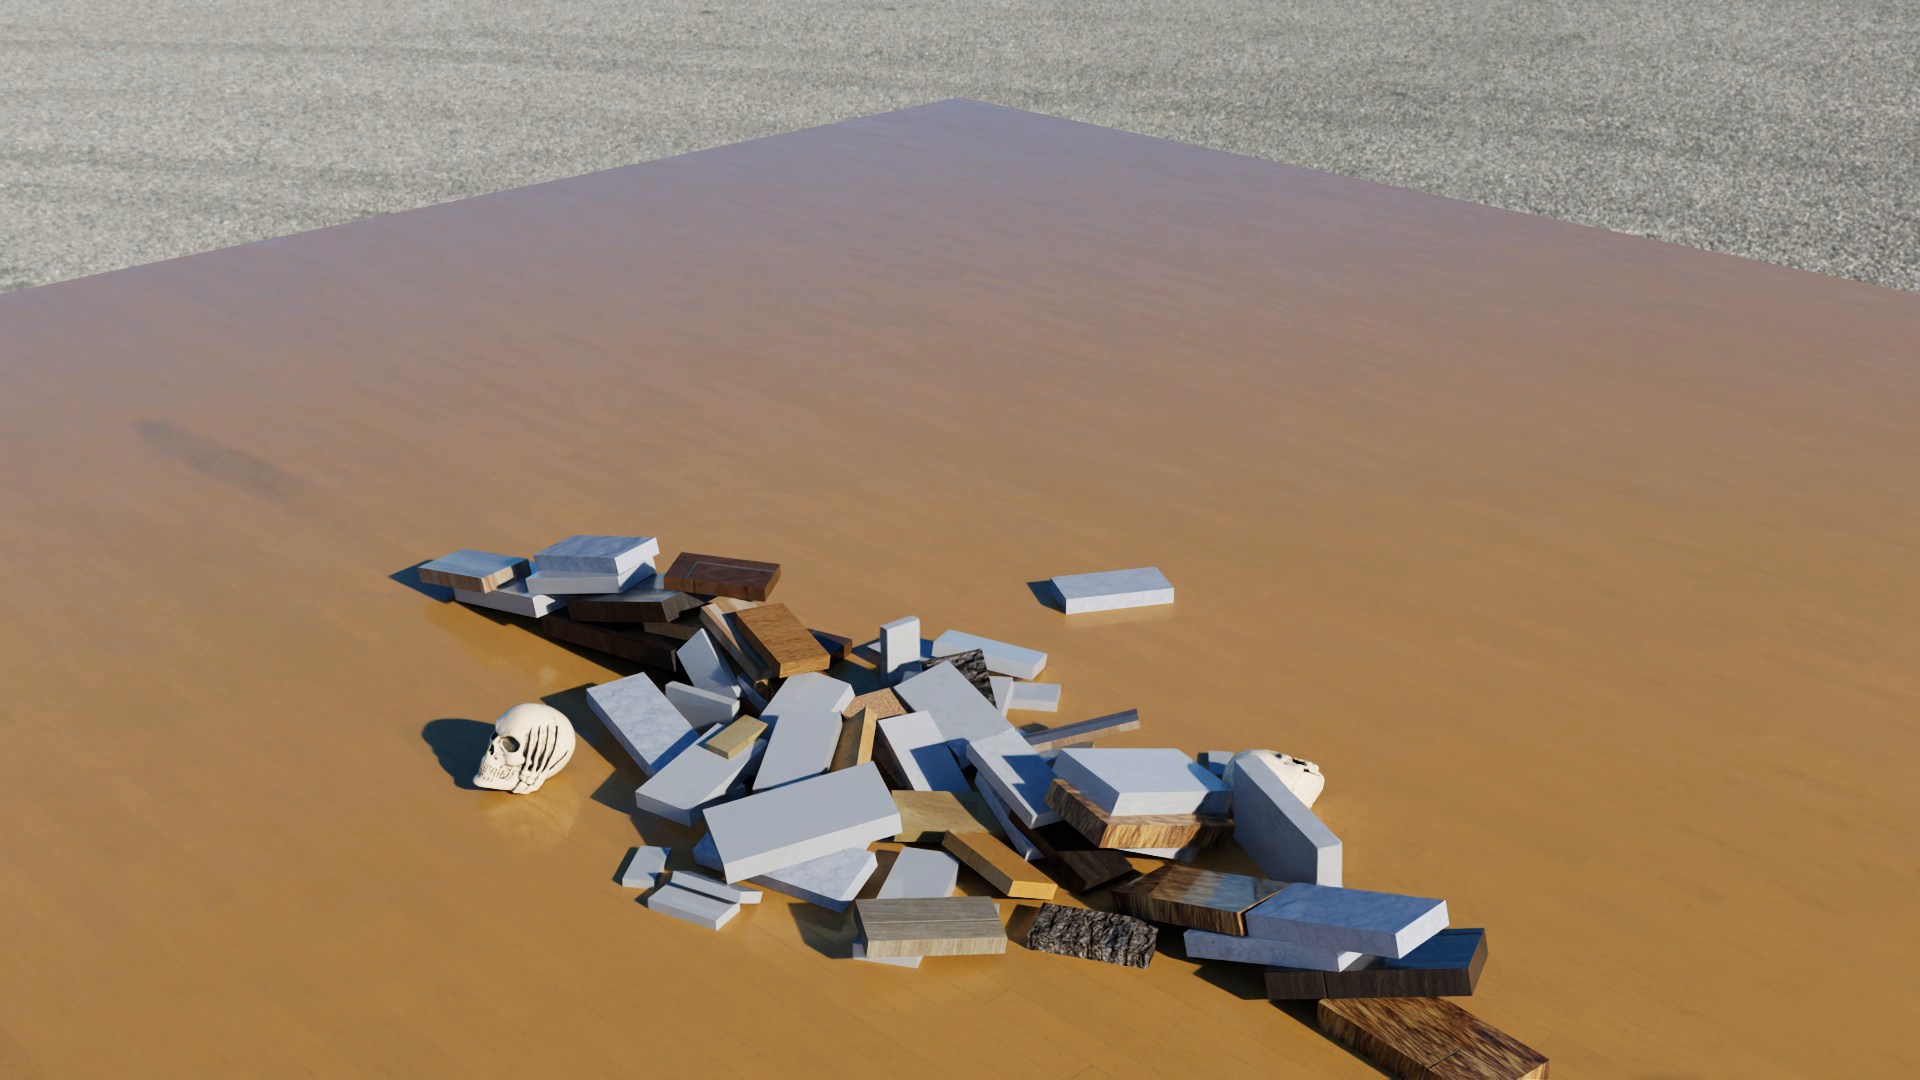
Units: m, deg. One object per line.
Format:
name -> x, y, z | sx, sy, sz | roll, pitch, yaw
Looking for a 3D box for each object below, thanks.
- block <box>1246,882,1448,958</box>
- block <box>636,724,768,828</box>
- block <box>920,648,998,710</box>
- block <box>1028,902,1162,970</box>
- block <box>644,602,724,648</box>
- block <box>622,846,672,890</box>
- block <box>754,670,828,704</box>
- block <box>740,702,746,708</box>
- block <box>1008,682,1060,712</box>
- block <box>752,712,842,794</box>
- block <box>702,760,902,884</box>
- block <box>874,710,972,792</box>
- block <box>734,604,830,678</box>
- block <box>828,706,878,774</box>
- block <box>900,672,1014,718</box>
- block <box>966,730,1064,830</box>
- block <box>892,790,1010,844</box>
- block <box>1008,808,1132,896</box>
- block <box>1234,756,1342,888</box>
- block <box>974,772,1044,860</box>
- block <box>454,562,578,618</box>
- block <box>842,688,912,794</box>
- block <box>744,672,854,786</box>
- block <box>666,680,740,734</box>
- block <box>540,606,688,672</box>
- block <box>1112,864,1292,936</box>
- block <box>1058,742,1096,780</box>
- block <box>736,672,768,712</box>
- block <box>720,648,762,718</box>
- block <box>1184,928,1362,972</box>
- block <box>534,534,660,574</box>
block -> 0.667, 0.655, 3.803 | 0.311, 0.044, 0.156 | -1, 14, 45
block -> -0.519, 0.475, 4.466 | 0.136, 0.039, 0.272 | 16, 35, 28
block -> 0.005, 0.348, 4.735 | 0.137, 0.039, 0.274 | -12, 37, -2
block -> 0.246, 0.722, 4.018 | 0.224, 0.032, 0.112 | 7, 24, 16
block -> -0.584, 0.184, 4.957 | 0.248, 0.035, 0.124 | 9, 26, 39
block -> -0.604, 0.632, 4.249 | 0.062, 0.017, 0.123 | 3, 23, 8
block -> -0.301, 0.364, 4.726 | 0.141, 0.040, 0.282 | -20, 48, -39
block -> -0.480, 0.336, 4.895 | 0.137, 0.019, 0.068 | 28, 36, 25
block -> 0.135, 0.348, 4.911 | 0.172, 0.024, 0.086 | 3, 24, 8
block -> -0.327, 0.439, 4.457 | 0.128, 0.036, 0.256 | 0, 32, 10
block -> -0.304, 0.541, 4.230 | 0.347, 0.049, 0.174 | -15, 34, -13
block -> -0.074, 0.457, 4.515 | 0.116, 0.033, 0.231 | -10, 50, -27
block -> -0.386, 0.215, 4.746 | 0.117, 0.033, 0.235 | -9, 32, -29
block -> -0.232, 0.448, 4.490 | 0.116, 0.033, 0.231 | -37, 23, 23
block -> -0.014, 0.346, 4.806 | 0.244, 0.035, 0.122 | 2, 37, 14
block -> 0.124, 0.471, 4.338 | 0.118, 0.033, 0.236 | -10, 39, -33
block -> -0.018, 0.550, 4.369 | 0.231, 0.033, 0.116 | 2, 34, -8
block -> 0.212, 0.584, 4.257 | 0.118, 0.033, 0.236 | -13, 41, -36
block -> 0.620, 0.572, 4.185 | 0.050, 0.176, 0.352 | -10, 25, -16
block -> 0.132, 0.538, 4.362 | 0.118, 0.033, 0.236 | -5, 37, -27
block -> -1.059, 0.114, 5.335 | 0.353, 0.050, 0.176 | 8, 25, 45
block -> -0.139, 0.426, 4.614 | 0.141, 0.040, 0.282 | -14, 42, -30
block -> -0.356, 0.398, 4.608 | 0.141, 0.040, 0.282 | 16, 55, 29
block -> -0.557, 0.372, 4.768 | 0.182, 0.091, 0.026 | 14, 26, 29
block -> -0.752, 0.205, 5.091 | 0.480, 0.050, 0.176 | 11, 28, 42
block -> 0.444, 0.657, 4.029 | 0.156, 0.044, 0.311 | -17, 11, -40
block -> 0.195, 0.487, 4.549 | 0.120, 0.034, 0.240 | -1, 22, 18
block -> -0.362, 0.359, 4.776 | 0.124, 0.035, 0.248 | -20, 47, -39
block -> -0.467, 0.298, 4.882 | 0.248, 0.035, 0.124 | 40, 44, 24
block -> 0.572, 0.702, 3.903 | 0.311, 0.044, 0.156 | -3, 12, 39
block -> -0.858, 0.033, 5.182 | 0.276, 0.039, 0.138 | 2, 21, 37
